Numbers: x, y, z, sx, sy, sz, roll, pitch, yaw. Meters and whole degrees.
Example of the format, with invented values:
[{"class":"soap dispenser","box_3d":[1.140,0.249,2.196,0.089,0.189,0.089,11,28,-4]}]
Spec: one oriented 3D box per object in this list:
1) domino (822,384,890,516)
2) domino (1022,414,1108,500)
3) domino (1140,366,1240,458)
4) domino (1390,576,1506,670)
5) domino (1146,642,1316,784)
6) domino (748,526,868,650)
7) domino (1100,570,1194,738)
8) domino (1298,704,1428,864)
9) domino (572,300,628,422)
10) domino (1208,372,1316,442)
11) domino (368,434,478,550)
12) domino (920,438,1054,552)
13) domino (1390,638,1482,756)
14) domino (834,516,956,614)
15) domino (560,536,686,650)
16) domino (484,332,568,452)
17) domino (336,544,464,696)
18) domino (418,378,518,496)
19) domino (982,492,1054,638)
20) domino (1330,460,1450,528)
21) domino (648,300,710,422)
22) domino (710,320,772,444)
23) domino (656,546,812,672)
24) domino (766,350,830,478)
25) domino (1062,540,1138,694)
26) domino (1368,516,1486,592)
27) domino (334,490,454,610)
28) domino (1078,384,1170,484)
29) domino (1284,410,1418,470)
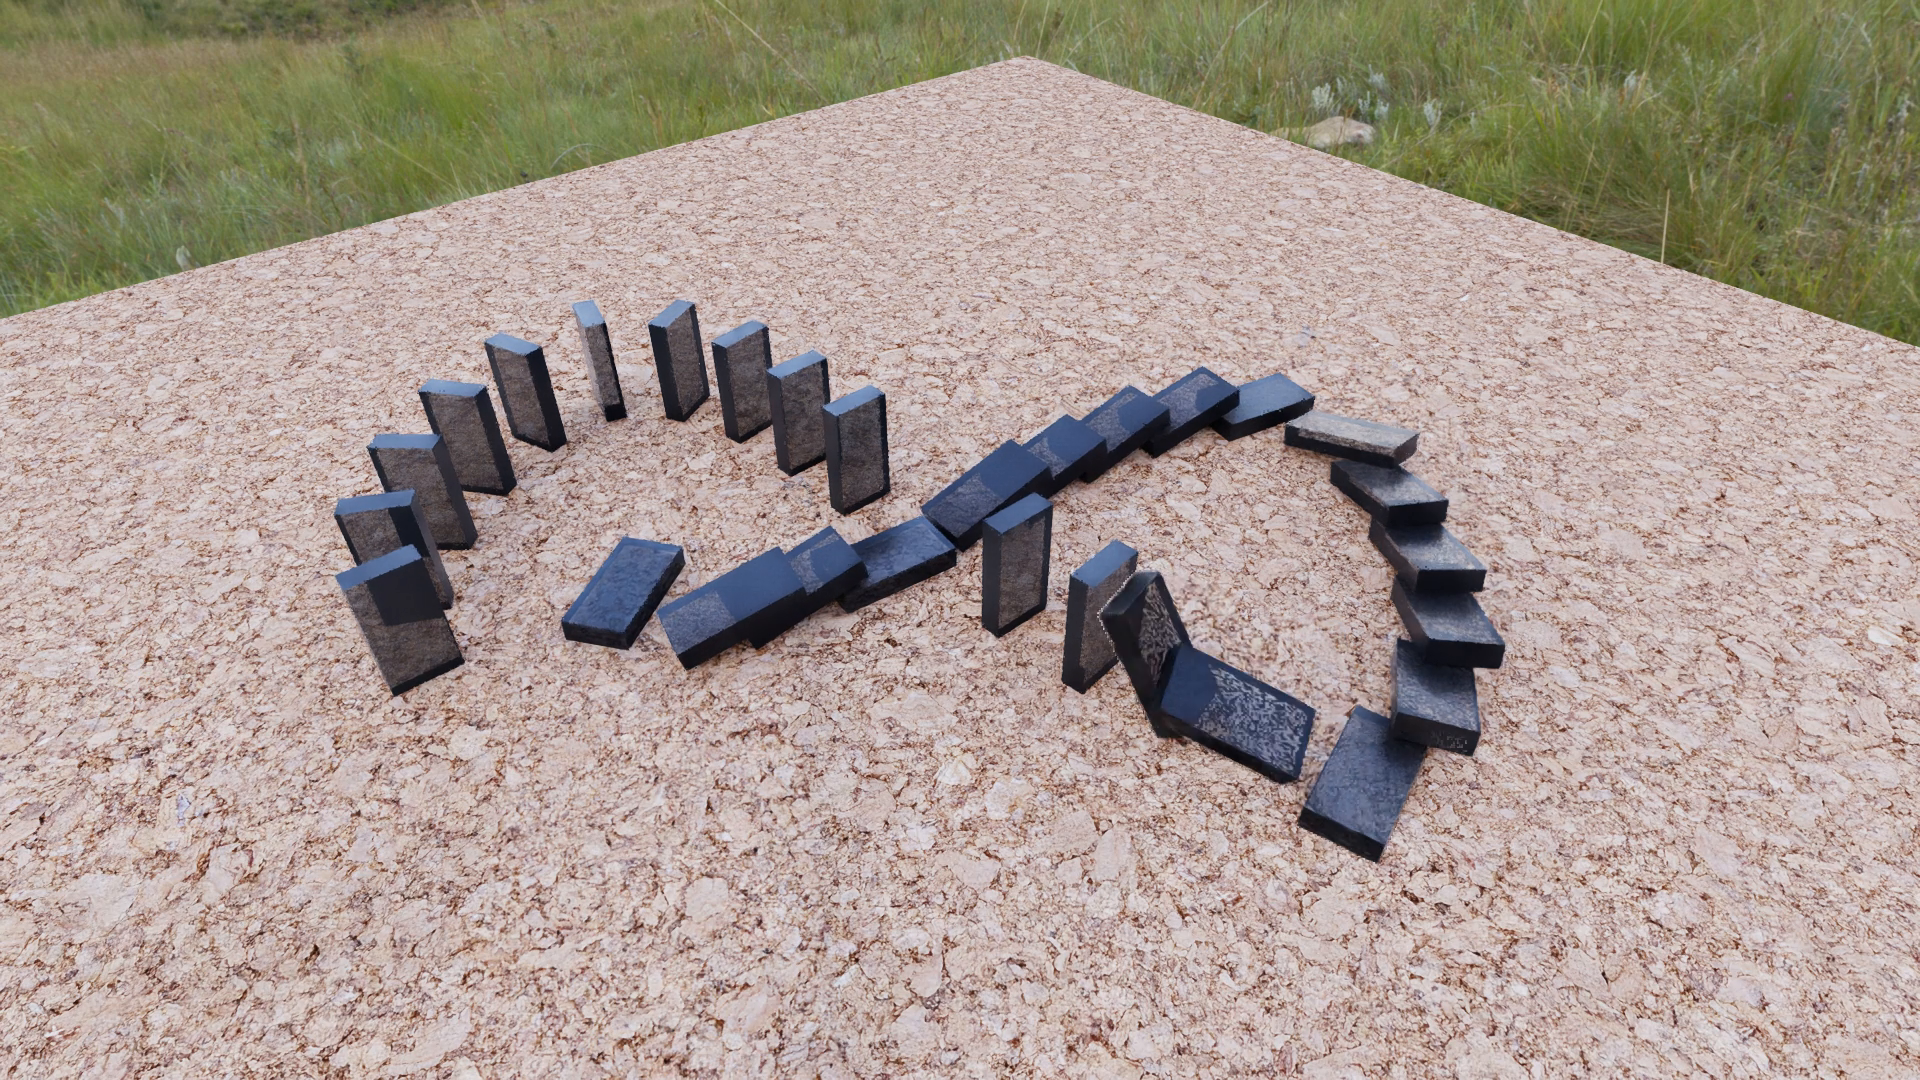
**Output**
[{"class":"domino","box_3d":[-0.043,-0.037,0.456,0.025,0.050,0.009,-30,48,-32]},{"class":"domino","box_3d":[0.036,-0.032,0.473,0.050,0.009,0.025,-36,50,-18]},{"class":"domino","box_3d":[0.101,-0.059,0.507,0.050,0.010,0.025,-32,47,-14]},{"class":"domino","box_3d":[0.175,0.029,0.398,0.025,0.010,0.050,5,24,6]},{"class":"domino","box_3d":[0.088,0.056,0.354,0.050,0.009,0.025,27,63,-4]},{"class":"domino","box_3d":[-0.062,0.017,0.413,0.050,0.009,0.025,-33,48,-15]},{"class":"domino","box_3d":[0.066,0.038,0.367,0.010,0.050,0.025,-8,26,45]},{"class":"domino","box_3d":[0.129,0.076,0.350,0.025,0.009,0.050,23,45,26]},{"class":"domino","box_3d":[-0.168,-0.083,0.513,0.010,0.050,0.025,-18,43,-21]},{"class":"domino","box_3d":[0.140,-0.063,0.521,0.050,0.010,0.025,-19,43,-22]},{"class":"domino","box_3d":[-0.211,-0.018,0.434,0.025,0.050,0.010,1,39,1]},{"class":"domino","box_3d":[0.011,-0.019,0.456,0.050,0.010,0.025,-38,51,-16]},{"class":"domino","box_3d":[0.159,0.052,0.371,0.025,0.009,0.050,13,27,16]},{"class":"domino","box_3d":[-0.029,0.009,0.432,0.050,0.009,0.025,-23,45,-26]},{"class":"domino","box_3d":[-0.128,0.020,0.420,0.025,0.010,0.050,9,40,10]},{"class":"domino","box_3d":[-0.194,-0.065,0.491,0.025,0.050,0.009,20,43,22]},{"class":"domino","box_3d":[-0.191,0.028,0.377,0.025,0.050,0.009,-28,47,-30]},{"class":"domino","box_3d":[-0.207,-0.043,0.463,0.025,0.050,0.010,7,40,9]},{"class":"domino","box_3d":[0.020,0.010,0.400,0.025,0.050,0.010,-29,48,-31]},{"class":"domino","box_3d":[0.178,-0.021,0.459,0.025,0.009,0.050,-6,25,-7]},{"class":"domino","box_3d":[-0.130,-0.083,0.513,0.010,0.050,0.025,12,41,15]},{"class":"domino","box_3d":[-0.097,-0.071,0.499,0.010,0.050,0.025,27,46,29]},{"class":"domino","box_3d":[-0.082,0.024,0.399,0.050,0.010,0.025,-29,47,-11]},{"class":"domino","box_3d":[-0.069,-0.055,0.478,0.025,0.050,0.010,-31,49,-32]},{"class":"domino","box_3d":[0.048,0.027,0.379,0.009,0.050,0.025,30,48,31]},{"class":"domino","box_3d":[0.181,0.005,0.428,0.025,0.009,0.050,0,24,0]},{"class":"domino","box_3d":[-0.207,0.006,0.404,0.025,0.050,0.010,-9,40,-11]},{"class":"domino","box_3d":[0.067,-0.048,0.492,0.050,0.010,0.025,-36,50,-17]},{"class":"domino","box_3d":[0.173,-0.045,0.488,0.050,0.010,0.025,20,33,38]}]
